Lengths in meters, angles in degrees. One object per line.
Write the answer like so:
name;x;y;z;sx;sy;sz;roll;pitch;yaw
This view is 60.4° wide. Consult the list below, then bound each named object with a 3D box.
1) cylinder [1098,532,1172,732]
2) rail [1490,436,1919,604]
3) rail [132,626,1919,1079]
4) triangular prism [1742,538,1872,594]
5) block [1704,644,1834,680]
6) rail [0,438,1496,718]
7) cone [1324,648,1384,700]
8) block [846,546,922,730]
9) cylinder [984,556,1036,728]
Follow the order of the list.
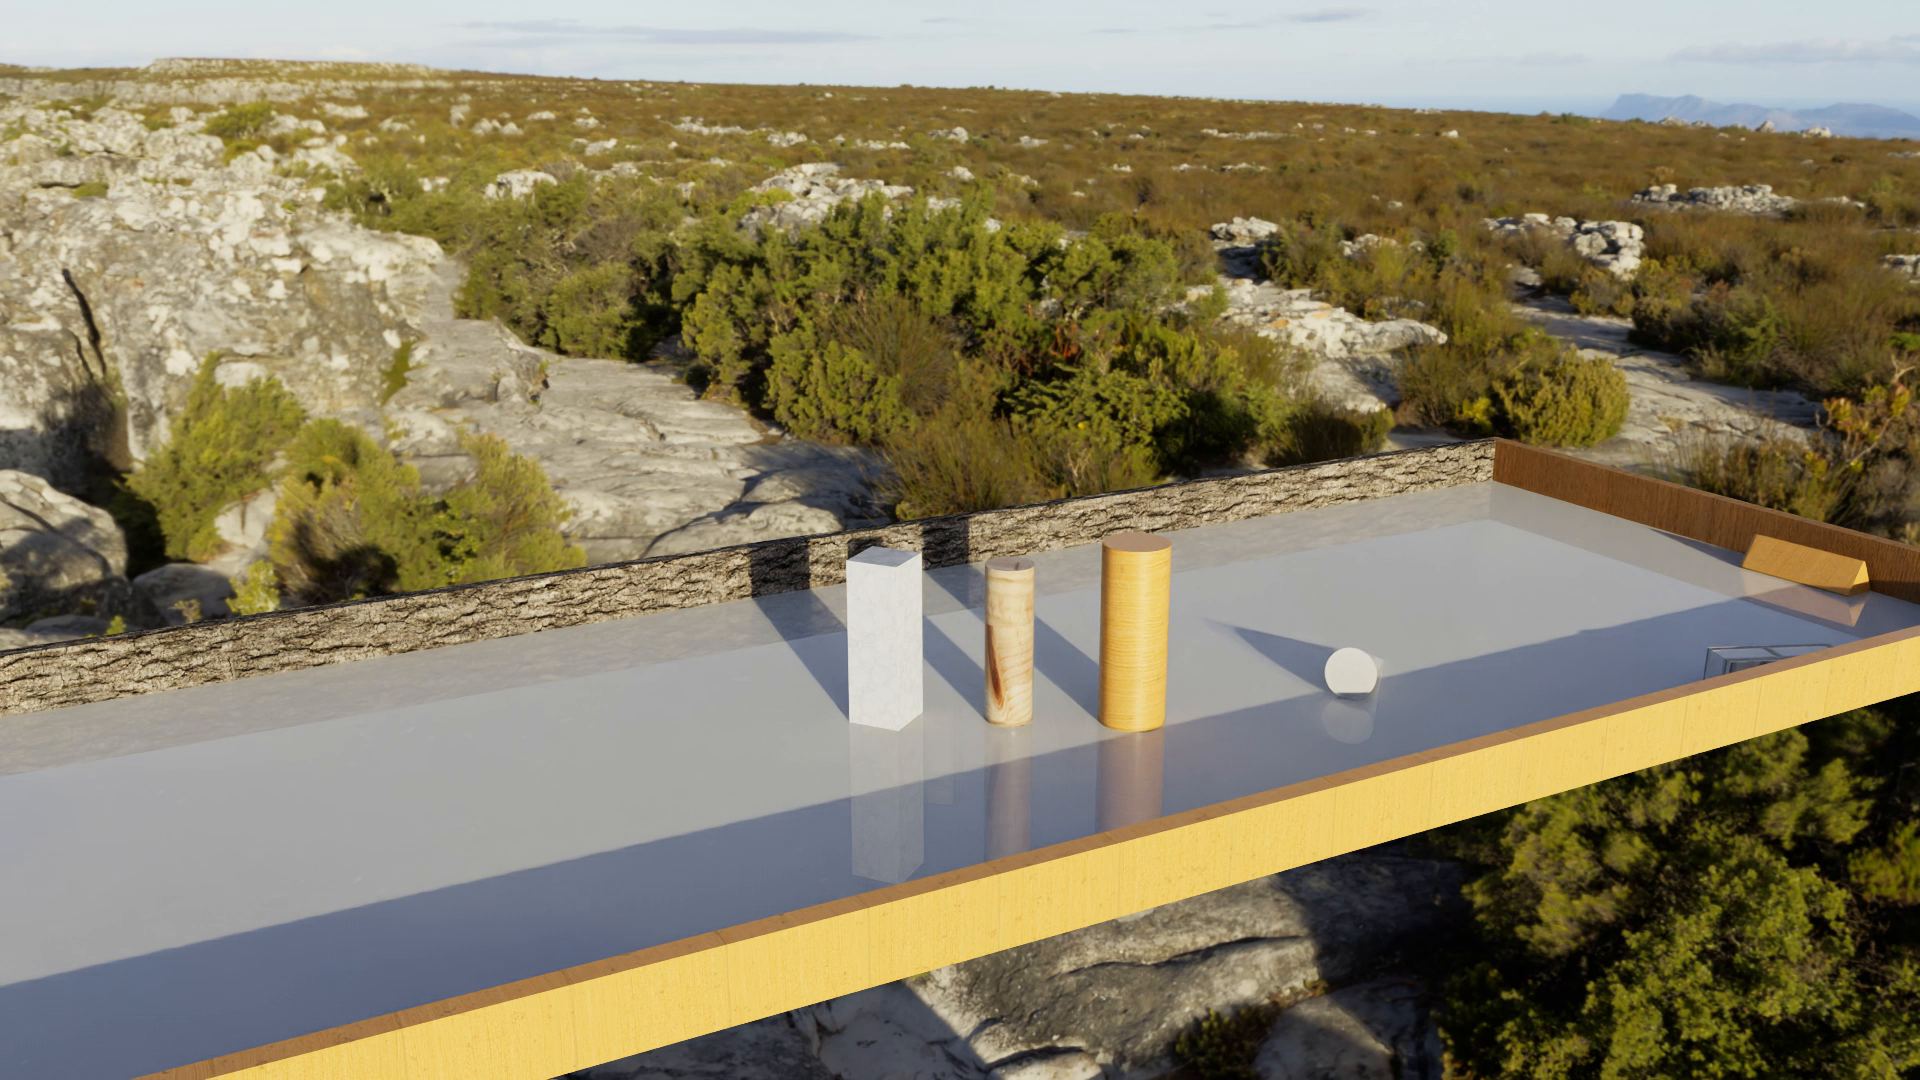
cylinder;0.406;0.215;3.848;0.160;0.437;0.160;0;16;0
rail;2.466;-0.048;5.253;0.050;0.150;2.100;-9;18;-27
rail;-2.336;1.006;1.665;12.000;0.150;0.050;-9;18;-27
triangular prism;2.532;0.068;4.940;0.113;0.098;0.342;-19;20;-30
block;2.012;0.326;4.058;0.320;0.105;0.105;-2;16;-5
rail;-3.305;0.497;3.399;12.000;0.150;0.050;-9;18;-27
cone;1.029;0.319;4.158;0.128;0.128;0.313;9;7;28
block;-0.175;0.229;3.867;0.129;0.399;0.129;7;18;24
cylinder;0.115;0.239;3.865;0.116;0.383;0.116;0;16;0
